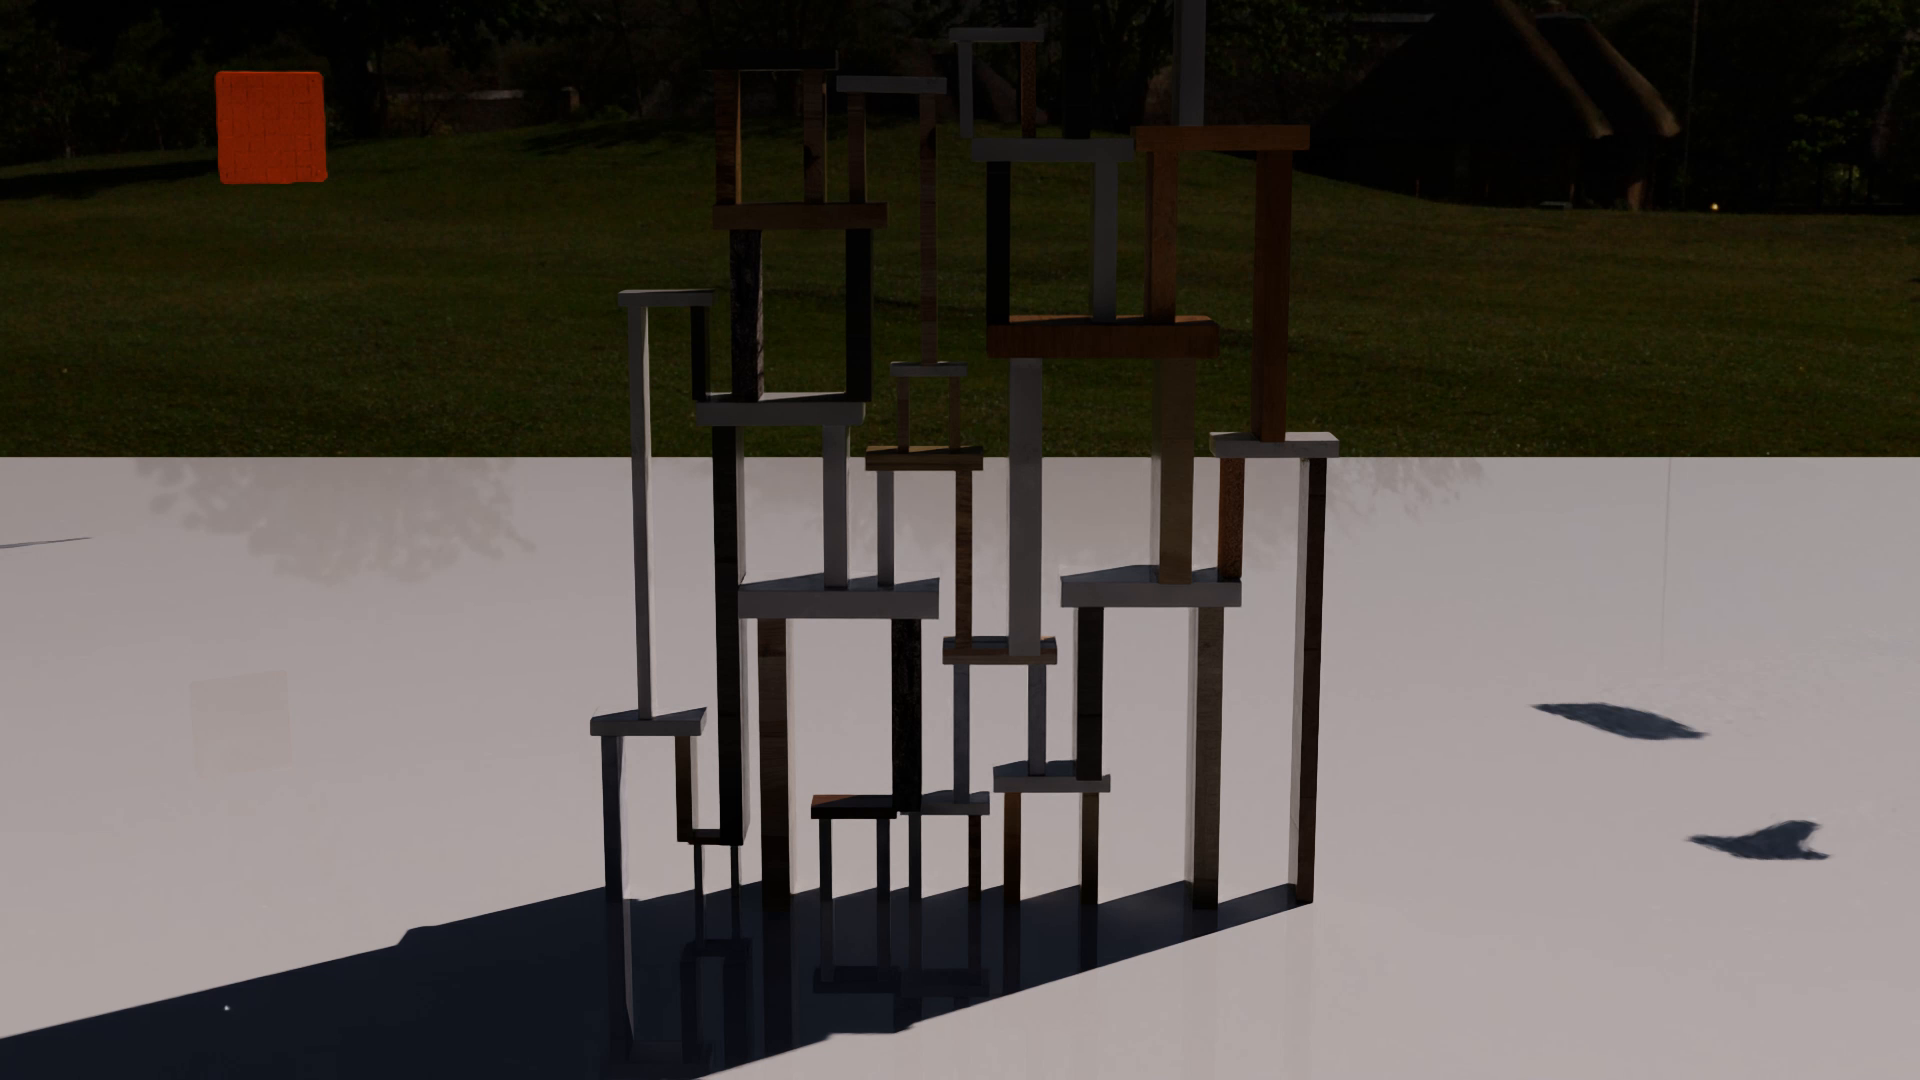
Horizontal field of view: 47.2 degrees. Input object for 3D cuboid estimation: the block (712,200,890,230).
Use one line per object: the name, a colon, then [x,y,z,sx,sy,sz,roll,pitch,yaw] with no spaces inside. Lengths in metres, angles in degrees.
block: [-0.248,-0.512,3.464,0.269,0.038,0.135,0,11,0]

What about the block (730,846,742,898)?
block: [-0.373,0.544,3.665,0.013,0.091,0.045,0,11,0]

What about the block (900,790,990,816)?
block: [-0.025,0.434,3.641,0.148,0.021,0.074,0,11,0]

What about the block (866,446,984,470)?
block: [-0.056,-0.132,3.535,0.187,0.027,0.094,0,11,1]

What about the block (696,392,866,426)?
block: [-0.285,-0.210,3.524,0.261,0.037,0.131,0,10,0]

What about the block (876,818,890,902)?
block: [-0.127,0.521,3.655,0.020,0.141,0.071,0,11,0]

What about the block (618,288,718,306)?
block: [-0.463,-0.385,3.491,0.148,0.021,0.074,0,11,1]

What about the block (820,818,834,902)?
block: [-0.221,0.521,3.655,0.020,0.141,0.071,0,11,0]

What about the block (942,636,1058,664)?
block: [0.065,0.180,3.596,0.185,0.026,0.093,0,11,0]

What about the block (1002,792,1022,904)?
block: [0.086,0.497,3.649,0.027,0.191,0.095,0,11,0]

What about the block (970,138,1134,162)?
block: [0.142,-0.612,3.444,0.249,0.035,0.125,0,11,0]

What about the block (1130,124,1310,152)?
block: [0.404,-0.630,3.443,0.266,0.038,0.133,0,11,0]

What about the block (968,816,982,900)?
block: [0.024,0.517,3.657,0.021,0.148,0.074,0,10,0]

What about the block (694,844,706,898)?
block: [-0.434,0.544,3.665,0.013,0.091,0.045,0,11,0]

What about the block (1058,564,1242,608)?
block: [0.305,0.074,3.570,0.287,0.041,0.144,0,11,0]

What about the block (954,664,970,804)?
block: [0.003,0.308,3.620,0.026,0.235,0.093,0,11,0]

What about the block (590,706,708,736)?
block: [-0.511,0.298,3.617,0.180,0.025,0.090,0,11,0]

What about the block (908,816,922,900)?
block: [-0.074,0.517,3.657,0.021,0.148,0.074,0,10,0]

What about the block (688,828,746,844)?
block: [-0.404,0.493,3.656,0.091,0.013,0.045,0,11,0]

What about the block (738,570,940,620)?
block: [-0.193,0.088,3.572,0.319,0.045,0.160,0,11,0]

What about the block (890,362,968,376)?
block: [-0.049,-0.272,3.502,0.122,0.017,0.061,0,11,1]

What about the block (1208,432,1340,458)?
block: [0.504,-0.153,3.536,0.195,0.028,0.098,0,11,0]

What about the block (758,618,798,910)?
block: [-0.300,0.351,3.621,0.045,0.488,0.160,0,11,0]

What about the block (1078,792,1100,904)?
block: [0.213,0.497,3.649,0.027,0.191,0.095,0,11,0]

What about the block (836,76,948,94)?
block: [-0.105,-0.709,3.423,0.170,0.024,0.085,1,11,0]

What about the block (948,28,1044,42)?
block: [0.056,-0.782,3.405,0.146,0.021,0.073,0,11,-1]

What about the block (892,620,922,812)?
block: [-0.087,0.268,3.606,0.045,0.320,0.160,0,11,0]

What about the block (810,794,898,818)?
block: [-0.174,0.441,3.641,0.141,0.020,0.071,0,11,0]

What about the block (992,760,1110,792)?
block: [0.150,0.390,3.628,0.191,0.027,0.095,0,11,0]

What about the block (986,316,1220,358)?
block: [0.222,-0.324,3.496,0.359,0.051,0.180,0,11,-1]

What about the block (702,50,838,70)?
block: [-0.293,-0.744,3.413,0.204,0.029,0.102,0,11,0]
